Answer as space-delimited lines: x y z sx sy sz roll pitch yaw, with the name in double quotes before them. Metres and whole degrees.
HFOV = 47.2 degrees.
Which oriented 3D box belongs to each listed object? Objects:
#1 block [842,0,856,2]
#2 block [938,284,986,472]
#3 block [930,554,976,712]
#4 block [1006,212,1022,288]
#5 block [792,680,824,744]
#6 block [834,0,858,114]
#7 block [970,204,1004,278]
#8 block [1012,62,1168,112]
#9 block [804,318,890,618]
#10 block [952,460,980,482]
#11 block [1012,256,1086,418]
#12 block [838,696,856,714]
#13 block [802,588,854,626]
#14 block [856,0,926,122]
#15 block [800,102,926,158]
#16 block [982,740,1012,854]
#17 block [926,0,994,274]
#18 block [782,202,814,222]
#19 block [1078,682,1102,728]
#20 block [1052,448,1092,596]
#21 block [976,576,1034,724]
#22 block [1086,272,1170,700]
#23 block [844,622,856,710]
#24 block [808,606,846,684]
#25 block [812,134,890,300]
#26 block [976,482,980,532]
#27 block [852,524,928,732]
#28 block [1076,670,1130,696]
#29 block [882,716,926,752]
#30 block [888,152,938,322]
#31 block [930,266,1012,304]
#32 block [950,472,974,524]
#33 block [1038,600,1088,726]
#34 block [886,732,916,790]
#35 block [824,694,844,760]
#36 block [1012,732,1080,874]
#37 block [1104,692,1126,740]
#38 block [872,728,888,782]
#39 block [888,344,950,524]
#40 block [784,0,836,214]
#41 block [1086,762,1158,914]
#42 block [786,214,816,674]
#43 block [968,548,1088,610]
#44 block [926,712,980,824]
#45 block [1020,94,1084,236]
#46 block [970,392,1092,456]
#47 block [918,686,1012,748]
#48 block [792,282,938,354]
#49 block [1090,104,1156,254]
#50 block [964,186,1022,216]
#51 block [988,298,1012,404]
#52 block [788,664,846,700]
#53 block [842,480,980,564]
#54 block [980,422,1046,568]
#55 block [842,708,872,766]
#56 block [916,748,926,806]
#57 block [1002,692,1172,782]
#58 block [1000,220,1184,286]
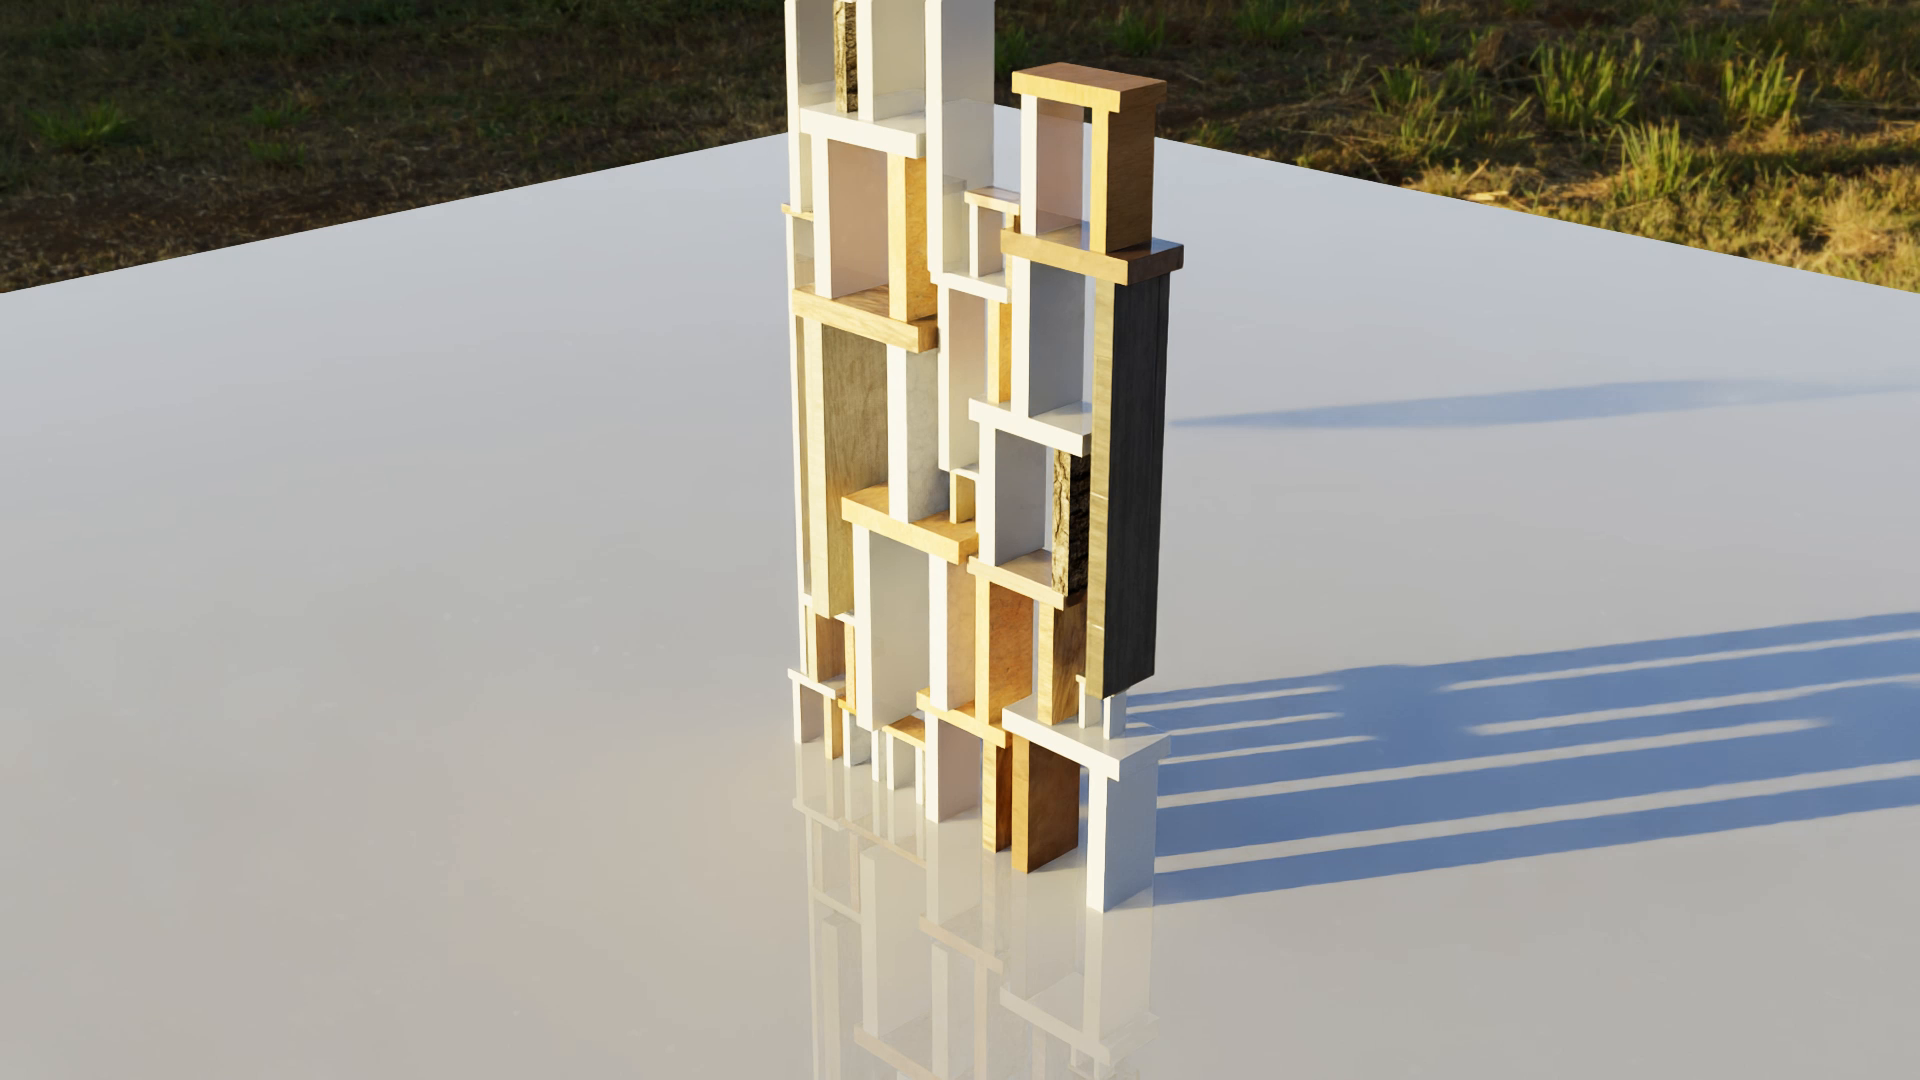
"block" -0.231 -1.019 4.041 0.202 0.029 0.101 21 31 41
"block" 0.003 -0.309 4.083 0.027 0.357 0.095 21 31 40
"block" 0.015 0.158 4.272 0.046 0.322 0.161 21 31 41
"block" 0.110 -0.518 3.878 0.019 0.132 0.066 21 31 41
"block" -0.322 0.358 4.728 0.021 0.148 0.074 21 31 41
"block" -0.183 -0.895 4.042 0.029 0.202 0.101 21 31 40
"block" 0.048 -0.542 3.935 0.019 0.132 0.066 21 31 41
"block" 0.215 -0.756 3.666 0.238 0.034 0.119 21 31 40
"block" -0.221 -0.159 4.394 0.049 0.625 0.175 21 31 41
"block" 0.029 -0.132 4.142 0.103 0.015 0.052 21 31 40
"block" 0.157 -0.374 3.896 0.041 0.290 0.145 21 31 41
"block" -0.184 0.349 4.575 0.132 0.019 0.066 21 31 41
"block" -0.237 0.132 4.541 0.174 0.025 0.087 21 31 41
"block" -0.124 -0.902 3.976 0.038 0.266 0.133 21 31 41
"block" -0.133 -0.759 4.037 0.309 0.044 0.154 21 31 41
"block" 0.100 0.482 4.316 0.034 0.241 0.121 21 31 41
"block" 0.001 -0.739 3.911 0.038 0.514 0.133 21 31 41
"block" -0.283 -0.638 4.263 0.061 0.017 0.122 -21 31 -40
"block" 0.242 0.300 4.082 0.013 0.092 0.046 21 31 41
"block" 0.228 -0.049 3.955 0.039 0.275 0.138 21 31 41
"block" 0.085 0.194 4.211 0.035 0.303 0.122 21 31 41
"block" 0.293 -0.096 3.866 0.041 0.779 0.145 21 31 41
"block" -0.196 0.247 4.545 0.025 0.192 0.087 21 31 41
"block" -0.278 0.207 4.617 0.025 0.174 0.087 21 31 41
"block" -0.206 -0.626 4.173 0.044 0.309 0.154 21 31 40
"block" 0.054 -0.069 4.144 0.015 0.104 0.052 21 31 40
"block" -0.137 0.156 4.436 0.046 0.447 0.161 21 31 40
"block" 0.263 0.260 4.042 0.046 0.013 0.092 -21 31 -40
"block" -0.091 0.391 4.486 0.129 0.018 0.064 21 31 41
"block" -0.060 -0.569 4.039 0.044 0.309 0.154 21 31 40
"block" 0.048 -0.468 3.966 0.191 0.027 0.095 21 31 40
"block" 0.005 -0.088 4.188 0.015 0.104 0.052 21 31 40
"block" 0.201 0.212 4.093 0.035 0.245 0.122 21 31 41
"block" -0.121 0.447 4.543 0.018 0.129 0.064 21 31 41
"block" -0.252 0.385 4.664 0.021 0.148 0.074 21 31 41
"block" 0.166 0.484 4.245 0.041 0.292 0.146 21 31 41
"block" 0.285 0.317 4.042 0.046 0.092 0.013 -21 31 -41
"block" -0.153 0.431 4.576 0.019 0.132 0.066 21 31 41
"block" -0.056 -0.221 4.189 0.049 0.349 0.175 21 31 40
"block" -0.279 -0.834 4.171 0.101 0.415 0.029 -21 31 -40
"block" 0.304 0.538 4.119 0.041 0.292 0.146 21 31 41
"block" -0.310 -0.184 4.489 0.061 0.994 0.017 -21 31 -41
"block" 0.143 0.061 4.091 0.245 0.035 0.122 21 31 41
"block" -0.014 0.437 4.421 0.034 0.241 0.121 21 31 41
"block" 0.158 -0.652 3.771 0.034 0.239 0.119 21 31 41
"block" 0.163 -0.219 3.953 0.275 0.039 0.138 21 31 41
"block" 0.043 0.333 4.315 0.241 0.034 0.121 21 31 41
"block" -0.139 -0.437 4.186 0.349 0.049 0.175 21 31 41
"block" 0.271 -0.609 3.667 0.034 0.238 0.119 21 31 41
"block" 0.078 -0.599 3.877 0.066 0.019 0.132 -21 31 -41
"block" 0.093 -0.351 3.968 0.027 0.191 0.095 21 31 41
"block" -0.287 0.293 4.663 0.074 0.021 0.148 -21 31 -41
"block" -0.061 -0.041 4.269 0.322 0.046 0.161 21 31 40
"block" 0.098 -0.100 4.074 0.039 0.275 0.138 21 31 41
"block" -0.215 0.406 4.634 0.019 0.132 0.066 21 31 41
"block" -0.060 0.471 4.487 0.018 0.129 0.064 21 31 41
"block" 0.235 0.357 4.117 0.292 0.041 0.146 21 31 41
"block" 0.225 -0.499 3.768 0.290 0.041 0.145 21 31 41
